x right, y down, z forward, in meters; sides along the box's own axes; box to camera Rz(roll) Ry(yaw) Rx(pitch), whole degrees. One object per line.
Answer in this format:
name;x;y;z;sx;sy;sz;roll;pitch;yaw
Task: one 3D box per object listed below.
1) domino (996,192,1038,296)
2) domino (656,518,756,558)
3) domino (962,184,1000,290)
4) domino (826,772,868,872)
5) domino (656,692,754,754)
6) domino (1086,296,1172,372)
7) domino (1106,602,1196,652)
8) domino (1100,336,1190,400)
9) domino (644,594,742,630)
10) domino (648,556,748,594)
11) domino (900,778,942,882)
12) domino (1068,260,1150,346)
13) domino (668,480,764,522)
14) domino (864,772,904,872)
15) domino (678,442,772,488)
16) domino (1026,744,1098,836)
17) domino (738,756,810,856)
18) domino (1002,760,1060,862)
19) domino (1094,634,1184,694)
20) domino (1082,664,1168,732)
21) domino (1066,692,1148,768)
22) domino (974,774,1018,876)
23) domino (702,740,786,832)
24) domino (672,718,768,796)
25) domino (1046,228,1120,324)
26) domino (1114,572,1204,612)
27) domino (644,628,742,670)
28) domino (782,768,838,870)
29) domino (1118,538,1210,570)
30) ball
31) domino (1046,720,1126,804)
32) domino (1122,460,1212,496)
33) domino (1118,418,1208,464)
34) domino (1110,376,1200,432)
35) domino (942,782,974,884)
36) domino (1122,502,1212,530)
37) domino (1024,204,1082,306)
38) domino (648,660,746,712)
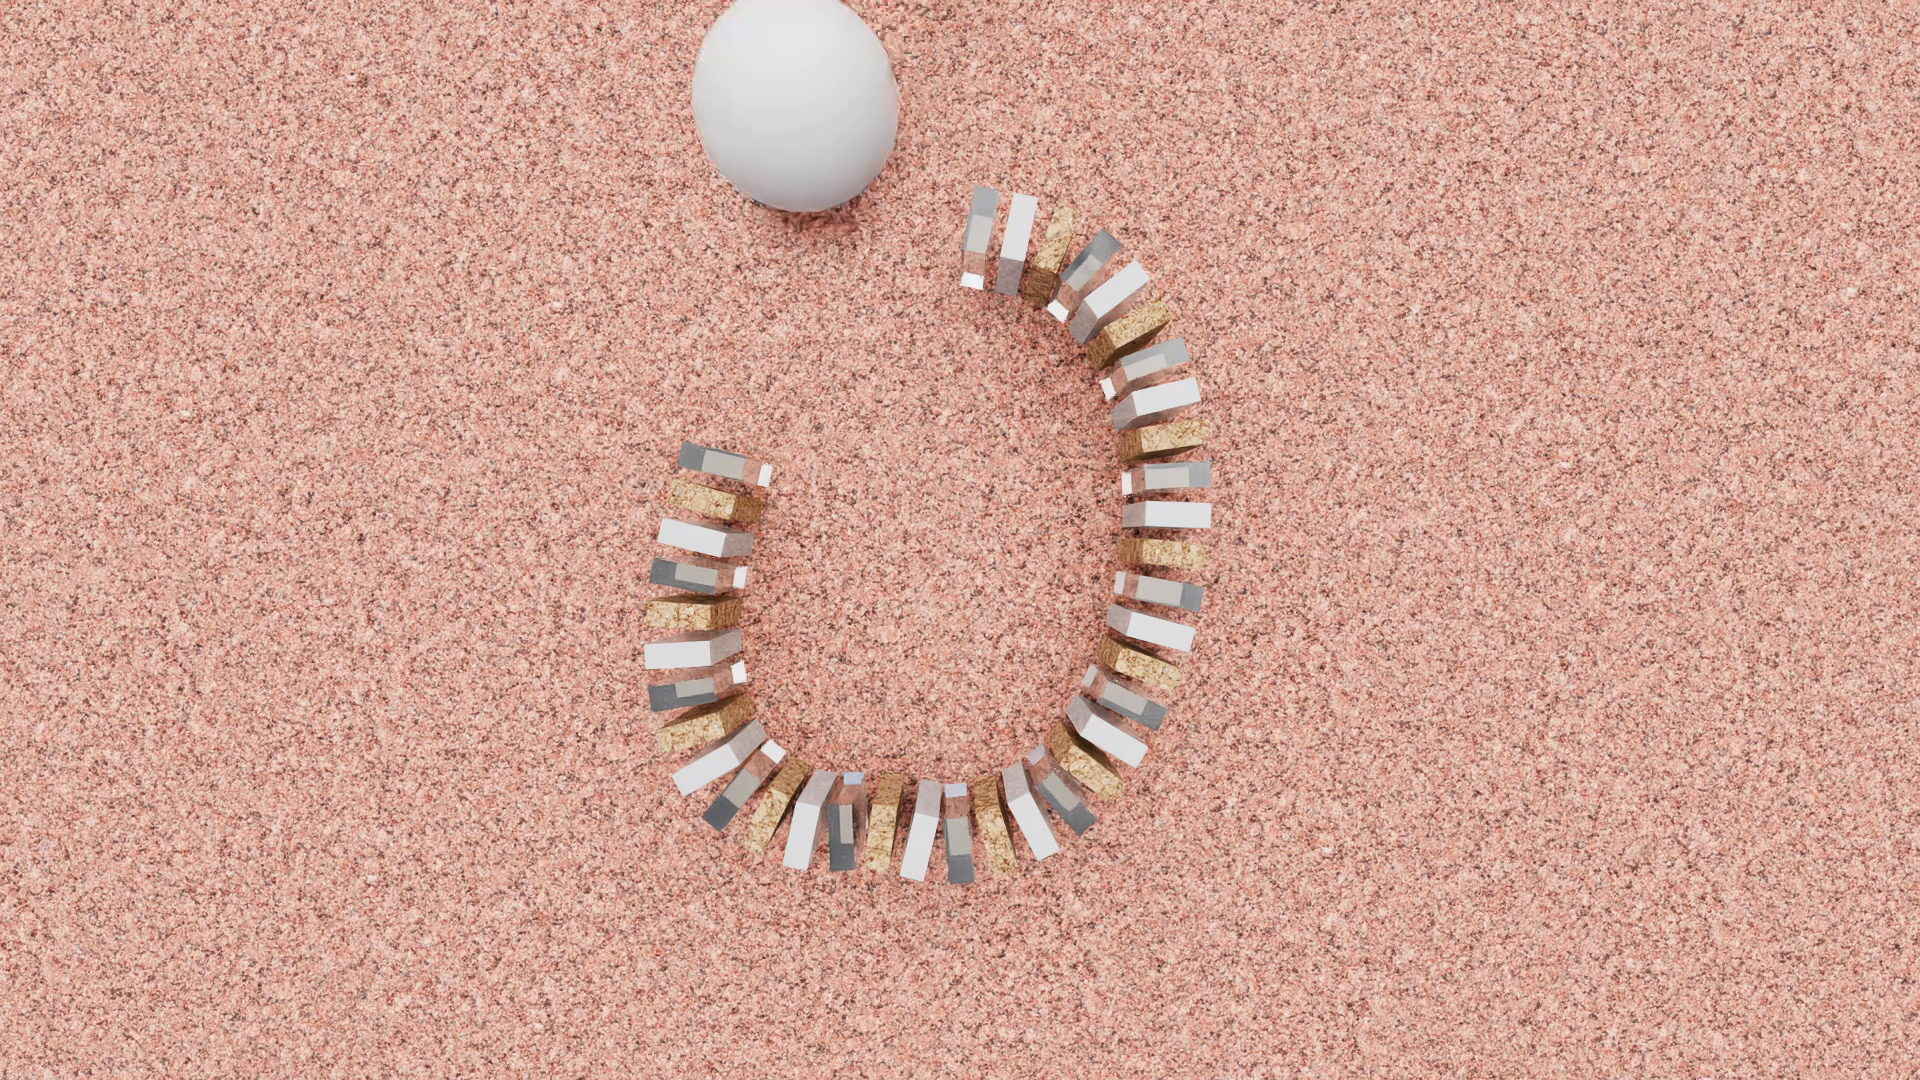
domino;0.023;-0.120;0.375;0.009;0.050;0.025;13;90;0
domino;-0.103;-0.001;0.375;0.025;0.050;0.010;14;90;0
domino;0.008;-0.122;0.375;0.010;0.050;0.025;12;90;0
domino;-0.045;0.114;0.375;0.009;0.050;0.025;-3;90;0
domino;-0.103;0.074;0.375;0.025;0.050;0.010;-17;90;0
domino;0.068;-0.083;0.375;0.025;0.050;0.010;-29;90;0
domino;0.077;0.035;0.375;0.025;0.050;0.009;15;90;0
domino;0.075;-0.069;0.375;0.025;0.050;0.010;-20;90;0
domino;-0.108;0.029;0.375;0.025;0.050;0.009;4;90;0
domino;-0.106;0.014;0.375;0.025;0.050;0.009;11;90;0
domino;-0.016;0.117;0.375;0.009;0.050;0.025;14;90;0
domino;0.060;-0.096;0.375;0.025;0.050;0.010;-37;90;0
domino;-0.099;-0.016;0.375;0.025;0.050;0.010;15;90;0
domino;-0.030;0.114;0.375;0.010;0.050;0.025;8;90;0
domino;-0.095;-0.030;0.375;0.025;0.050;0.010;12;90;0
domino;0.041;0.101;0.375;0.009;0.050;0.025;-42;90;0
domino;-0.075;0.108;0.375;0.009;0.050;0.025;27;90;0
domino;0.028;0.110;0.375;0.009;0.050;0.025;-28;90;0
domino;0.072;0.050;0.375;0.025;0.050;0.009;21;90;0
domino;0.066;0.064;0.375;0.025;0.050;0.009;26;90;0
domino;0.059;0.077;0.375;0.025;0.050;0.009;31;90;0
domino;0.014;0.115;0.375;0.010;0.050;0.025;-17;90;0
domino;-0.087;0.099;0.375;0.010;0.050;0.025;40;90;0
domino;-0.097;0.088;0.375;0.025;0.050;0.009;-30;90;0
domino;0.050;-0.107;0.375;0.010;0.050;0.025;42;90;0
domino;0.080;0.020;0.375;0.025;0.050;0.010;10;90;0
domino;-0.108;0.044;0.375;0.025;0.050;0.009;-3;90;0
domino;-0.061;0.113;0.375;0.010;0.050;0.025;12;90;0
domino;0.082;0.005;0.375;0.025;0.050;0.010;6;90;0
ball;-0.064;-0.171;0.360;0.080;0.080;0.080;0;90;0
domino;0.051;0.090;0.375;0.025;0.050;0.010;37;90;0
domino;0.083;-0.025;0.375;0.025;0.050;0.010;-3;90;0
domino;0.082;-0.040;0.375;0.025;0.050;0.010;-8;90;0
domino;0.079;-0.055;0.375;0.025;0.050;0.009;-14;90;0
domino;-0.001;0.119;0.375;0.009;0.050;0.025;-7;90;0
domino;0.083;-0.010;0.375;0.025;0.050;0.009;2;90;0
domino;0.037;-0.115;0.375;0.010;0.050;0.025;22;90;0
domino;-0.106;0.059;0.375;0.025;0.050;0.010;-9;90;0
